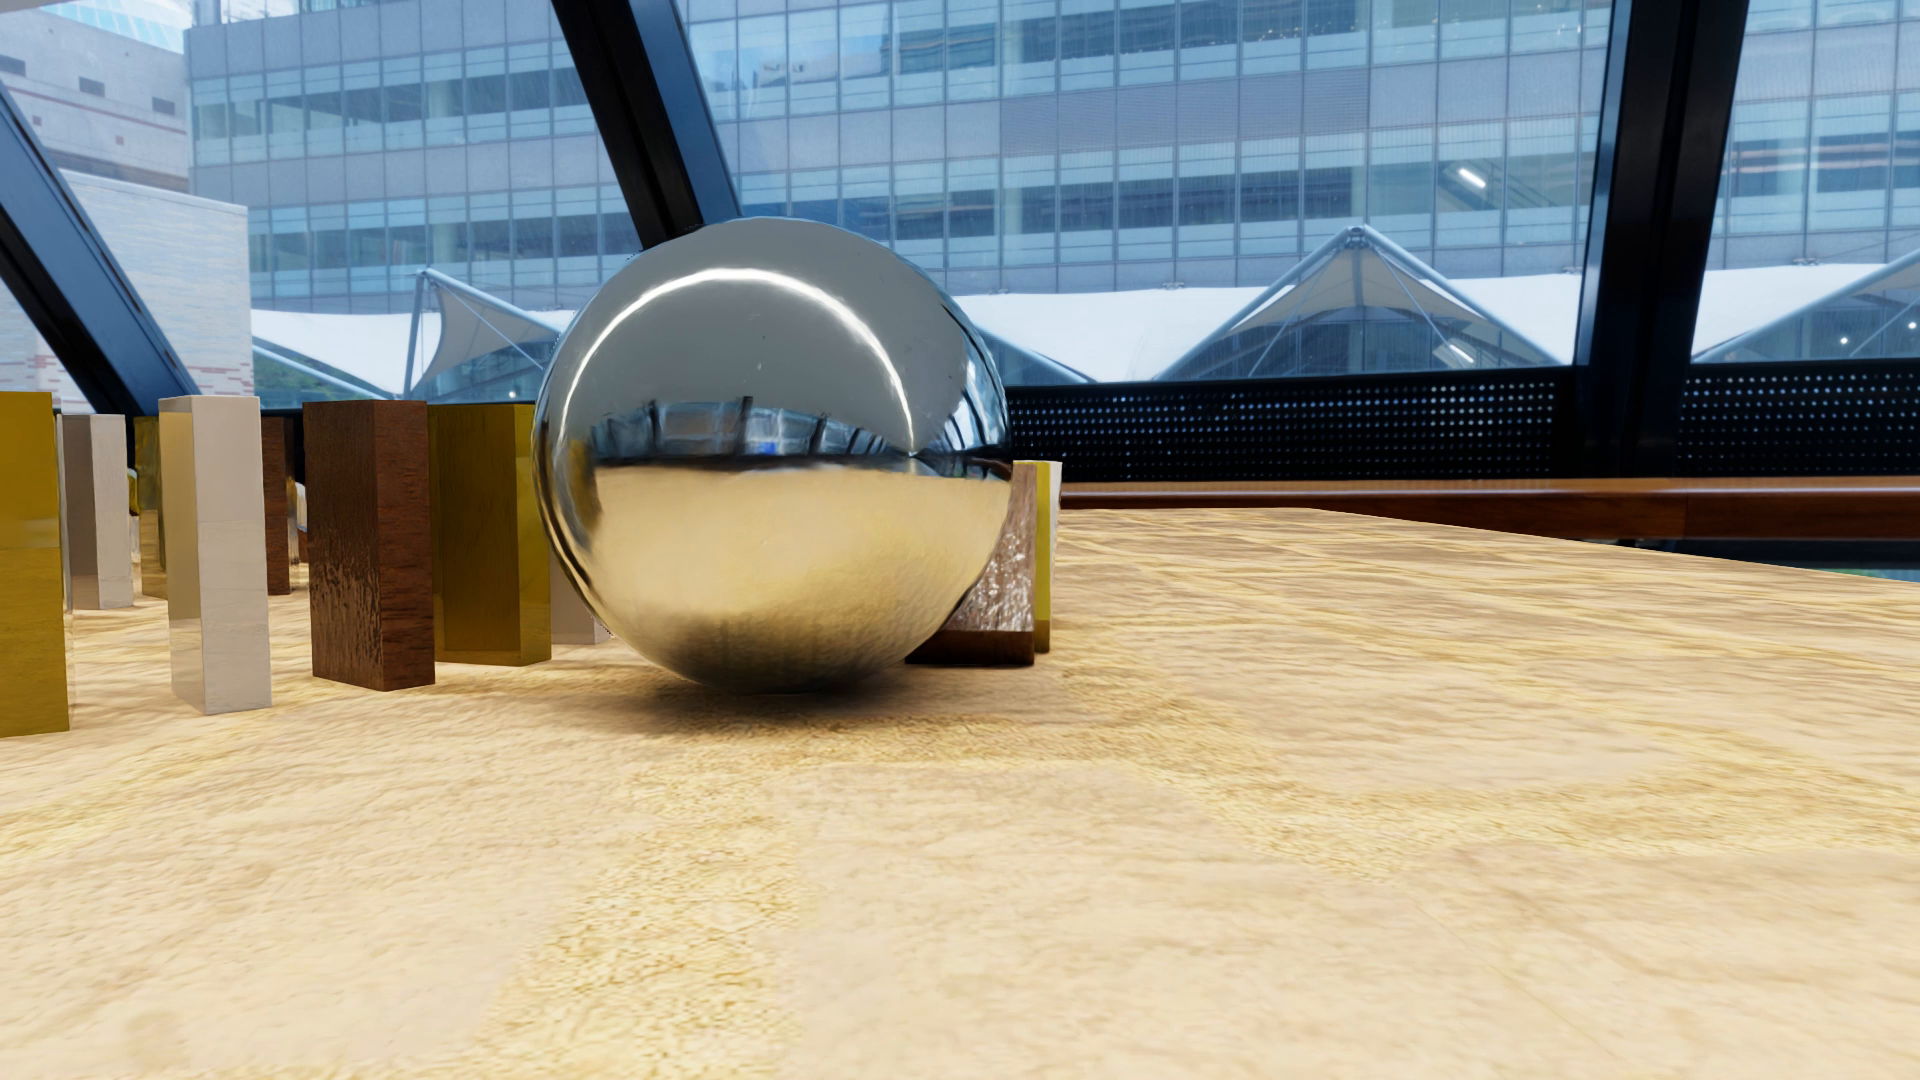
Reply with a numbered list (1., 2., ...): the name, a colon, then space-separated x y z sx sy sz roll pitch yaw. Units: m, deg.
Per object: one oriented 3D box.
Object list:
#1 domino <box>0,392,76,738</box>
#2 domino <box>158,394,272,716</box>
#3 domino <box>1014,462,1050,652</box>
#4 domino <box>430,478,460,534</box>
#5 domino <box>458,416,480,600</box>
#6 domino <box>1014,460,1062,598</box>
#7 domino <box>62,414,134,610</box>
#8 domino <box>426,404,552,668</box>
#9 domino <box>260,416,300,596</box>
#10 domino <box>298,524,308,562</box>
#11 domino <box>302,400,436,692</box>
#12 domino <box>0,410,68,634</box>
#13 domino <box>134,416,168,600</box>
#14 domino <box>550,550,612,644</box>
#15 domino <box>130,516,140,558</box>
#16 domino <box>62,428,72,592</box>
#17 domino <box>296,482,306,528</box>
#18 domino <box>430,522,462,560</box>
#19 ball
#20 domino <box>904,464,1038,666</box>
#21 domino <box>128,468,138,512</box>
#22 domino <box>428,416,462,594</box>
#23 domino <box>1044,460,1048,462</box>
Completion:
1. domino: -0.143 0.003 0.196 0.009 0.050 0.025 -3 5 -32
2. domino: -0.123 0.002 0.211 0.009 0.050 0.025 -4 6 -42
3. domino: 0.007 0.003 0.278 0.025 0.009 0.050 0 42 4
4. domino: -0.184 -0.008 0.483 0.050 0.009 0.025 25 4 -1
5. domino: -0.127 -0.010 0.362 0.009 0.050 0.025 3 5 35
6. domino: 0.009 0.001 0.294 0.025 0.009 0.050 3 43 7
7. domino: -0.230 -0.008 0.334 0.025 0.050 0.009 1 5 18
8. domino: -0.094 -0.001 0.251 0.025 0.050 0.009 1 5 18
9. domino: -0.198 -0.010 0.370 0.009 0.050 0.025 -2 5 -22
10. domino: -0.255 -0.009 0.461 0.050 0.009 0.025 31 -6 -19
11. domino: -0.106 0.000 0.230 0.025 0.050 0.009 3 5 37
12. domino: -0.218 -0.004 0.289 0.025 0.050 0.010 -3 5 -38
13. domino: -0.219 -0.009 0.356 0.025 0.050 0.009 4 6 40
14. domino: -0.089 -0.003 0.276 0.025 0.050 0.009 0 4 5
15. domino: -0.293 -0.010 0.434 0.025 0.010 0.050 6 -35 53
16. domino: -0.232 -0.006 0.310 0.025 0.050 0.010 -2 5 -21
17. domino: -0.232 -0.008 0.471 0.050 0.009 0.025 27 -1 -12
18. domino: -0.209 -0.008 0.478 0.050 0.009 0.025 25 1 -9
19. ball: -0.031 -0.014 0.218 0.080 0.080 0.080 0 4 0
20. domino: 0.003 0.004 0.263 0.025 0.009 0.050 0 42 4
21. domino: -0.275 -0.009 0.450 0.050 0.009 0.025 36 -12 -24
22. domino: -0.149 -0.010 0.374 0.009 0.050 0.025 2 5 19
23. domino: 0.009 0.000 0.309 0.025 0.009 0.050 0 42 4
